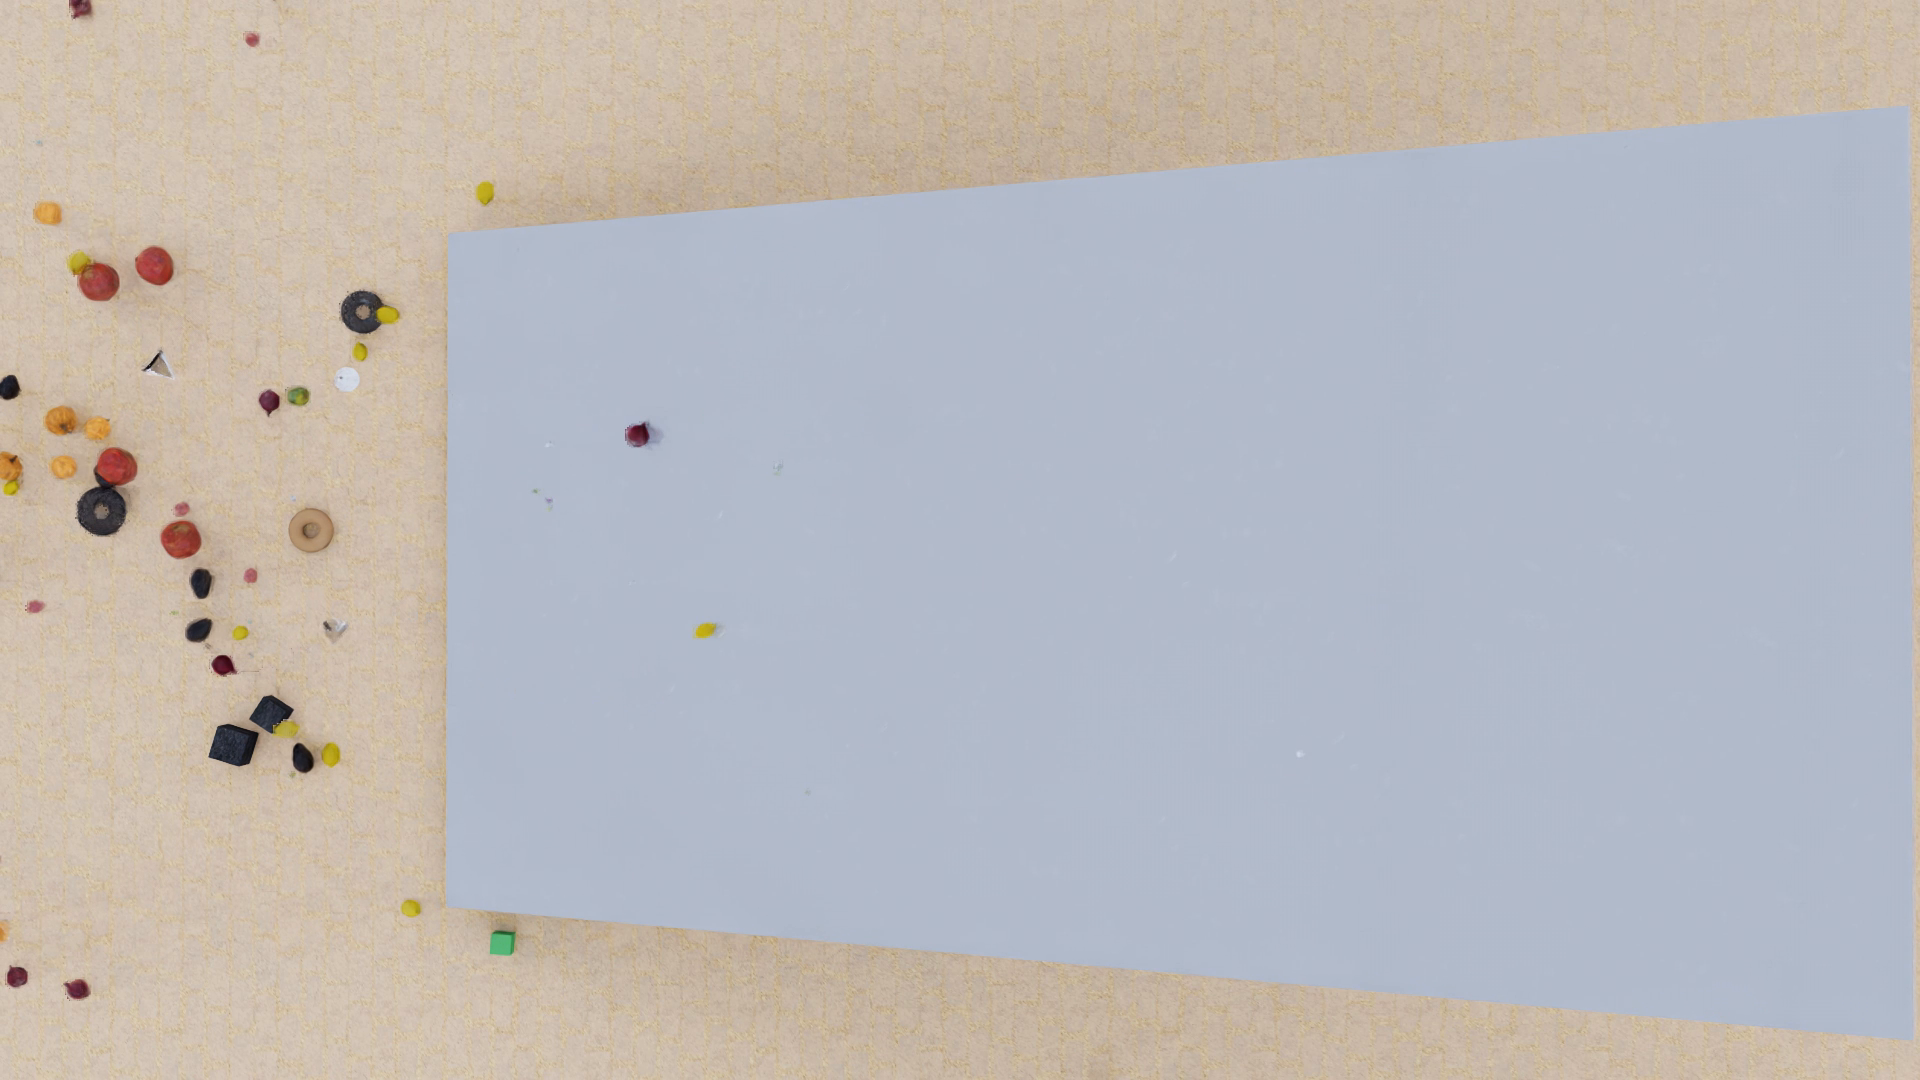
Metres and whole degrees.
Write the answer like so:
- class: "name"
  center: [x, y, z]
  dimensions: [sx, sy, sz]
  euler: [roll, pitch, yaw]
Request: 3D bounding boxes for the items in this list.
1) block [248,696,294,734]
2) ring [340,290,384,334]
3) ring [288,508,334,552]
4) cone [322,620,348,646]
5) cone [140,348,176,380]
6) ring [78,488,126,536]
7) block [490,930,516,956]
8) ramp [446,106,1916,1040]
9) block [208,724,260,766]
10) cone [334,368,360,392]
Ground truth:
- class: "block"
  center: [-2.059, 0.521, 6.575]
  dimensions: [0.080, 0.080, 0.080]
  euler: [33, 89, 0]
- class: "ring"
  center: [-1.795, -0.684, 6.607]
  dimensions: [0.131, 0.044, 0.131]
  euler: [0, 90, -1]
- class: "ring"
  center: [-1.948, -0.028, 6.600]
  dimensions: [0.134, 0.045, 0.134]
  euler: [0, 89, -1]
- class: "cone"
  center: [-1.879, 0.287, 6.602]
  dimensions: [0.072, 0.072, 0.072]
  euler: [13, 116, 0]
- class: "cone"
  center: [-2.394, -0.512, 6.605]
  dimensions: [0.095, 0.095, 0.095]
  euler: [-46, 116, 0]
- class: "ring"
  center: [-2.576, -0.086, 6.598]
  dimensions: [0.147, 0.049, 0.147]
  euler: [0, 91, 0]
- class: "block"
  center: [-1.368, 1.206, 6.578]
  dimensions: [0.061, 0.061, 0.061]
  euler: [4, 89, 0]
- class: "ramp"
  center: [0.278, 0.079, 5.661]
  dimensions: [4.000, 0.100, 2.000]
  euler: [0, 89, 27]
- class: "block"
  center: [-2.169, 0.612, 6.566]
  dimensions: [0.097, 0.097, 0.097]
  euler: [17, 89, 0]
- class: "cone"
  center: [-1.848, -0.484, 6.588]
  dimensions: [0.076, 0.076, 0.076]
  euler: [0, 89, 0]
